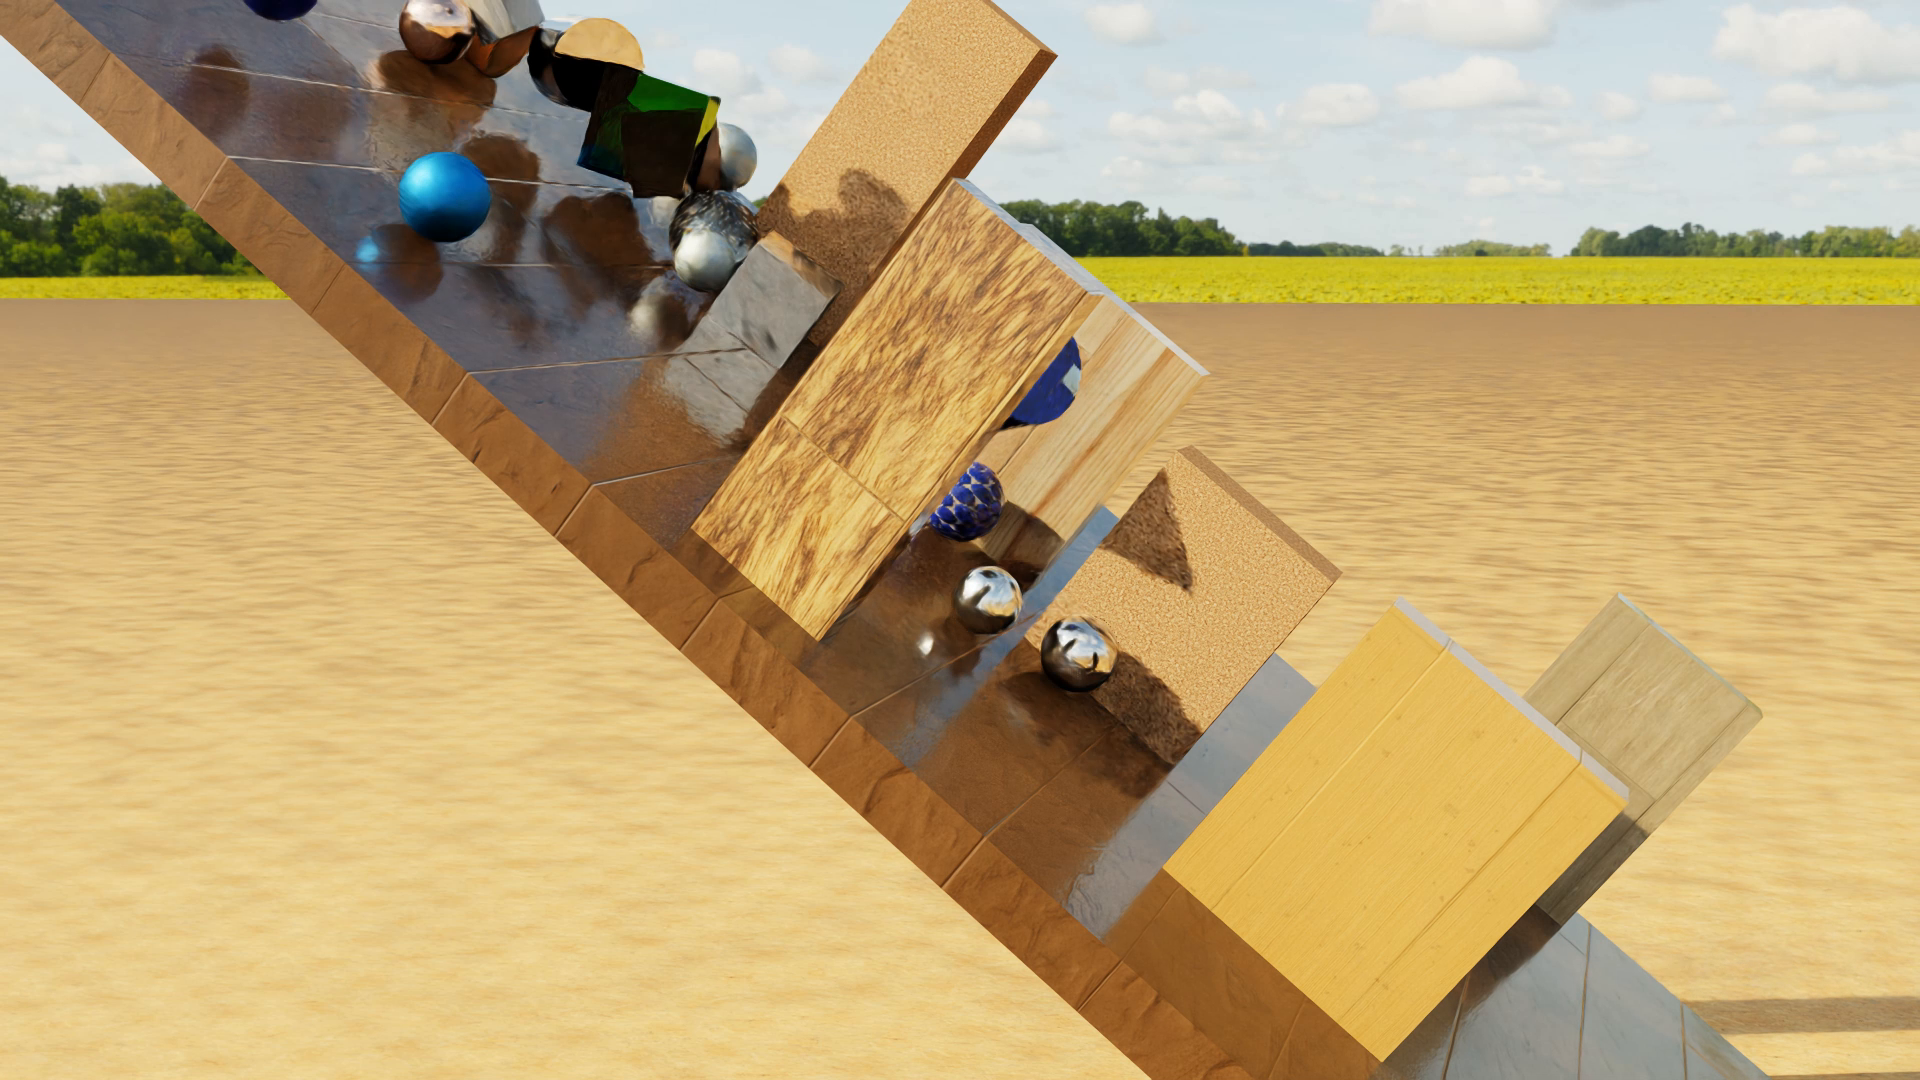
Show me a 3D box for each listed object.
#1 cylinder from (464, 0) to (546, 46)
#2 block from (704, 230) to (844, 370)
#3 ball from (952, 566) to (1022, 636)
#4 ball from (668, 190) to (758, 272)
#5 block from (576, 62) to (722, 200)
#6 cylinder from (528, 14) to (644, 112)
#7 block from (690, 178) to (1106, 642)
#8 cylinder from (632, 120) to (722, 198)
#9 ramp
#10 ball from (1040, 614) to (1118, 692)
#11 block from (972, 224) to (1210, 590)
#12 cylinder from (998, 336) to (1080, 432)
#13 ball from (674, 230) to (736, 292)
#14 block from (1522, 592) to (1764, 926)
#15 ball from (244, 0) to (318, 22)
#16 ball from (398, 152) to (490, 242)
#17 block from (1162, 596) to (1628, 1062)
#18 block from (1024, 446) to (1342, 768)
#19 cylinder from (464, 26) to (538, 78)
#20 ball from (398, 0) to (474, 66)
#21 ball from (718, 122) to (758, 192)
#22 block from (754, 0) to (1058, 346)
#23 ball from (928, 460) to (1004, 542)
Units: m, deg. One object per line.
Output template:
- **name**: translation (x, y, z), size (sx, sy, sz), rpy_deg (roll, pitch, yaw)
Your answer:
- **cylinder**: translation (-0.911, -1.070, 4.364), size (0.138, 0.138, 0.138), rpy_deg (-20, 14, 5)
- **block**: translation (-0.354, -0.462, 4.229), size (0.174, 0.174, 0.174), rpy_deg (37, 16, -5)
- **ball**: translation (0.046, 0.101, 3.671), size (0.117, 0.117, 0.117), rpy_deg (0, 7, 0)
- **ball**: translation (-0.485, -0.601, 4.324), size (0.175, 0.175, 0.175), rpy_deg (0, 7, 0)
- **block**: translation (-0.600, -0.794, 4.267), size (0.204, 0.204, 0.204), rpy_deg (18, 10, -3)
- **cylinder**: translation (-0.751, -0.956, 4.410), size (0.186, 0.186, 0.186), rpy_deg (-3, 15, -26)
- **block**: translation (-0.097, -0.183, 3.174), size (0.260, 0.646, 0.082), rpy_deg (41, 16, 9)
- **cylinder**: translation (-0.584, -0.788, 4.483), size (0.171, 0.171, 0.171), rpy_deg (-6, 8, -12)
- **ramp**: translation (-0.012, 0.062, 4.045), size (4.000, 0.100, 2.000), rpy_deg (41, 16, 9)
- **ball**: translation (0.201, 0.193, 3.730), size (0.132, 0.132, 0.132), rpy_deg (0, 7, 0)
- **block**: translation (0.130, -0.247, 4.080), size (0.435, 0.514, 0.085), rpy_deg (41, 16, 9)
- **cylinder**: translation (0.061, -0.285, 3.706), size (0.204, 0.204, 0.204), rpy_deg (-5, -1, -34)
- **ball**: translation (-0.483, -0.528, 4.166), size (0.117, 0.117, 0.117), rpy_deg (0, 7, 0)
- **block**: translation (1.312, 0.457, 4.577), size (0.370, 0.599, 0.086), rpy_deg (41, 16, 9)
- **ball**: translation (-1.152, -0.949, 3.722), size (0.140, 0.140, 0.140), rpy_deg (0, 7, 0)
- **ball**: translation (-0.820, -0.545, 3.499), size (0.144, 0.144, 0.144), rpy_deg (0, 7, 0)
- **block**: translation (0.647, 0.433, 3.302), size (0.435, 0.541, 0.097), rpy_deg (41, 16, 9)
- **block**: translation (0.387, 0.112, 3.819), size (0.344, 0.426, 0.134), rpy_deg (41, 16, 9)
- **cylinder**: translation (-0.982, -1.065, 4.536), size (0.158, 0.158, 0.158), rpy_deg (40, 13, 5)
- **ball**: translation (-1.023, -1.003, 4.303), size (0.145, 0.145, 0.145), rpy_deg (0, 7, 0)
- **ball**: translation (-0.535, -0.862, 4.962), size (0.155, 0.155, 0.155), rpy_deg (0, 7, 0)
- **block**: translation (-0.148, -0.774, 4.485), size (0.271, 0.749, 0.141), rpy_deg (41, 16, 9)
- **ball**: translation (0.006, -0.072, 3.992), size (0.151, 0.151, 0.151), rpy_deg (0, 7, 0)
